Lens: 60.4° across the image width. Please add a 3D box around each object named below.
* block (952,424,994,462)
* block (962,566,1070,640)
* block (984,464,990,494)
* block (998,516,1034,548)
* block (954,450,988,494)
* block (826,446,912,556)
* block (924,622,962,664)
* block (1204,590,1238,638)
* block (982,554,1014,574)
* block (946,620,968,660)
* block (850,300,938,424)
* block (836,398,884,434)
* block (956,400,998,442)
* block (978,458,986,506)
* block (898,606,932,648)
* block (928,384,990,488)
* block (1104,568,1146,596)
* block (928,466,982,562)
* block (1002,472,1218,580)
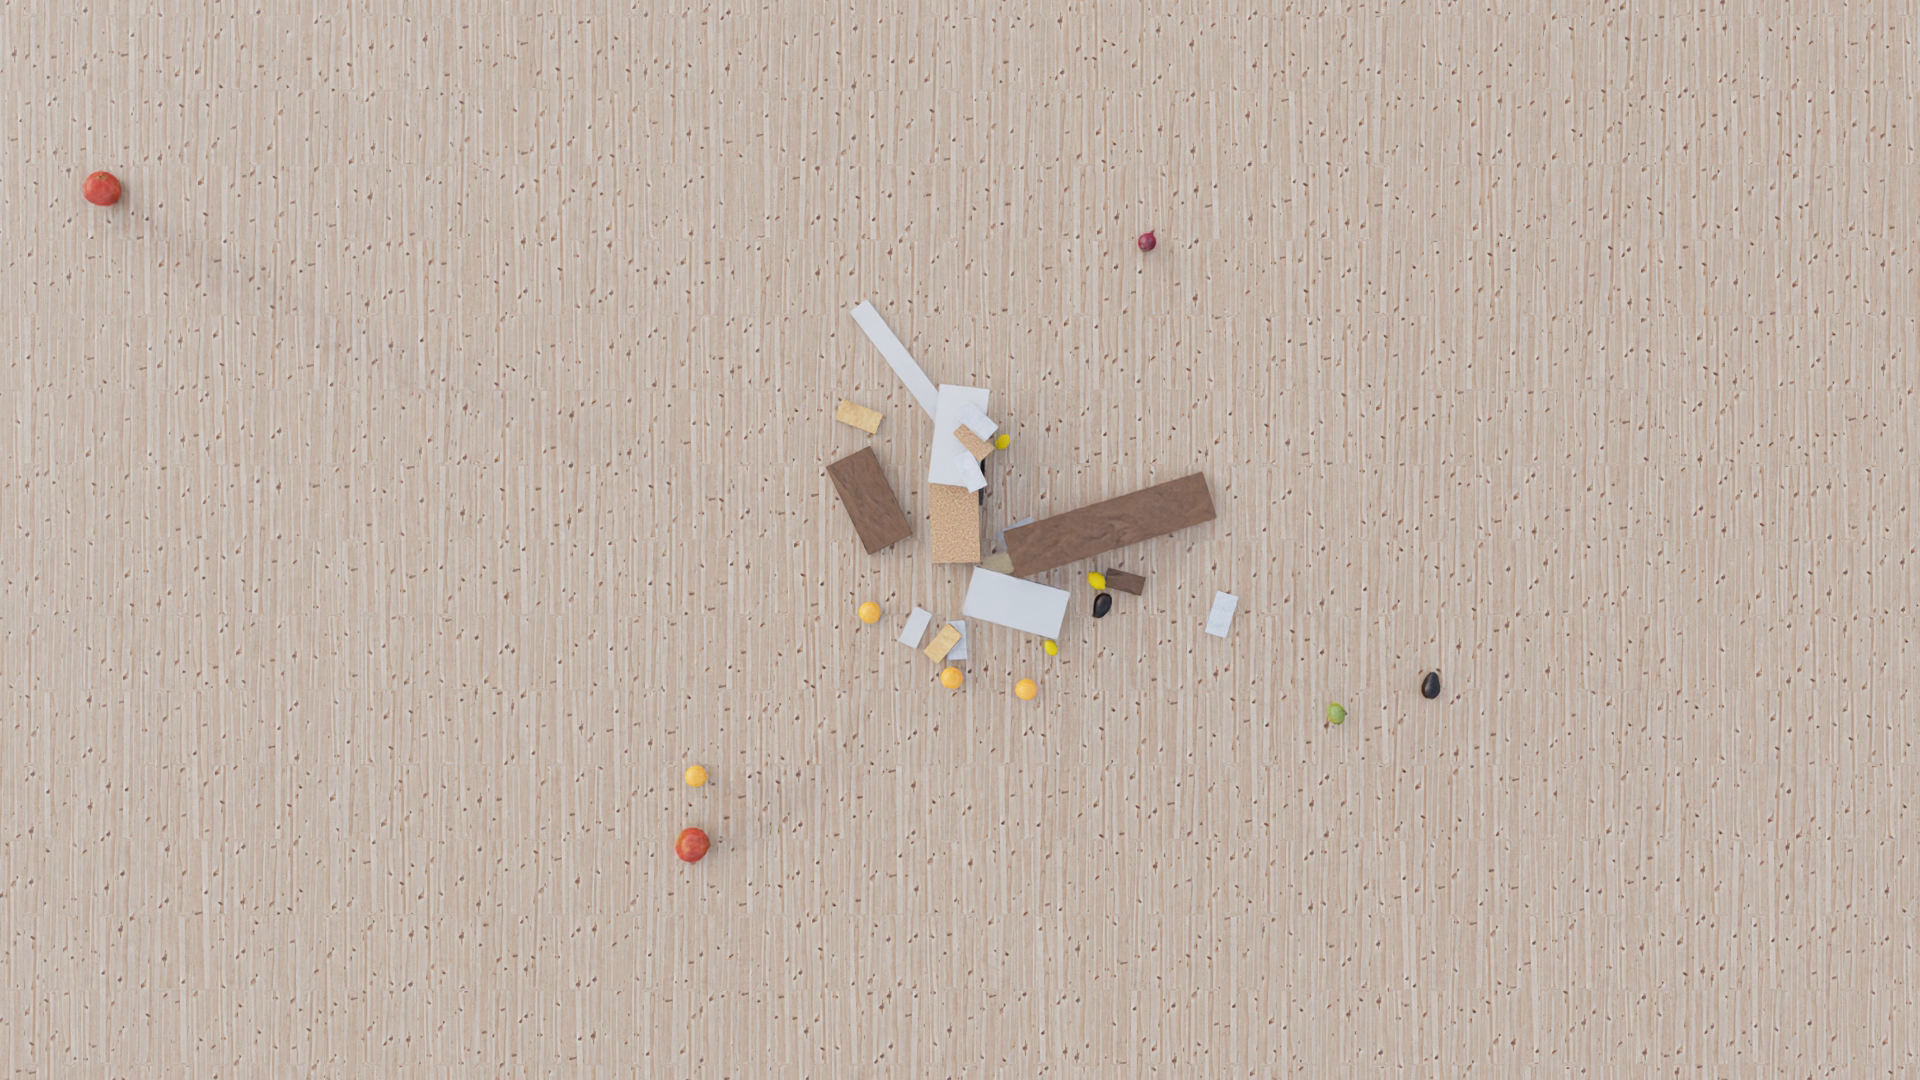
[{"bbox_3d":[0.045,-0.320,5.313,0.064,0.018,0.129,-42,86,-17],"label":"block"},{"bbox_3d":[0.185,0.207,5.466,0.325,0.046,0.162,15,94,-2],"label":"block"},{"bbox_3d":[0.069,-0.199,5.482,0.049,0.014,0.098,-3,100,5],"label":"block"},{"bbox_3d":[0.194,-0.024,5.491,0.126,0.018,0.063,-26,90,0],"label":"block"},{"bbox_3d":[0.034,-0.221,5.319,0.063,0.018,0.126,-25,86,2],"label":"block"},{"bbox_3d":[-0.301,-0.131,5.477,0.162,0.046,0.325,-26,90,0],"label":"block"},{"bbox_3d":[-0.056,0.344,5.476,0.064,0.018,0.128,42,99,9],"label":"block"},{"bbox_3d":[0.870,0.247,5.490,0.072,0.020,0.143,17,90,0],"label":"block"},{"bbox_3d":[0.139,0.082,5.491,0.126,0.018,0.063,-8,90,0],"label":"block"},{"bbox_3d":[-0.012,0.333,5.491,0.064,0.018,0.128,-3,90,0],"label":"block"},{"bbox_3d":[-0.172,-0.563,5.490,0.072,0.020,0.545,-38,90,0],"label":"block"},{"bbox_3d":[-0.336,-0.410,5.490,0.143,0.020,0.072,21,90,0],"label":"block"},{"bbox_3d":[0.055,-0.381,5.312,0.129,0.018,0.064,42,69,2],"label":"block"},{"bbox_3d":[0.003,-0.280,5.439,0.161,0.046,0.321,3,102,4],"label":"block"},{"bbox_3d":[-0.149,0.291,5.491,0.064,0.018,0.128,25,90,0],"label":"block"},{"bbox_3d":[-0.003,-0.336,5.358,0.161,0.046,0.321,7,88,4],"label":"block"},{"bbox_3d":[0.547,0.139,5.491,0.129,0.018,0.064,15,90,0],"label":"block"},{"bbox_3d":[-0.017,-0.088,5.434,0.161,0.046,0.321,-1,102,5],"label":"block"},{"bbox_3d":[0.494,-0.049,5.445,0.693,0.046,0.162,-17,87,-4],"label":"block"}]
